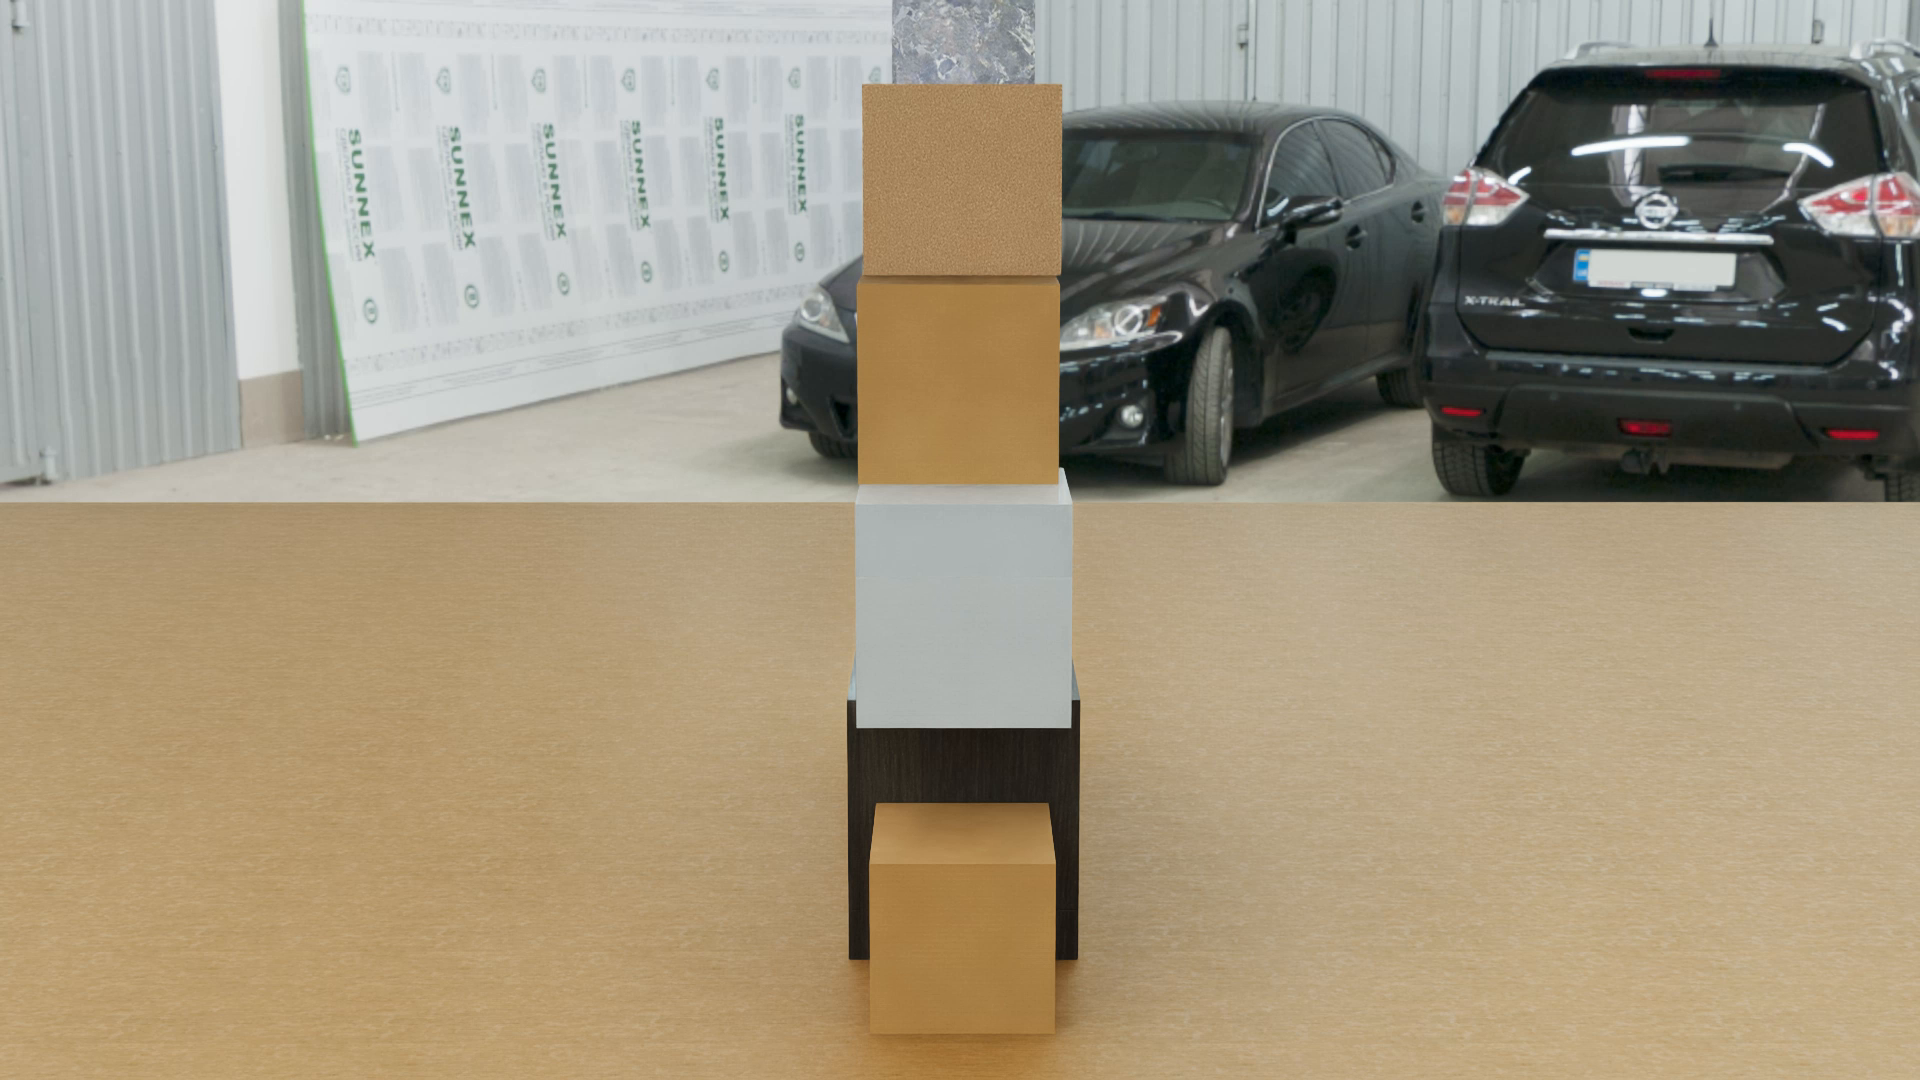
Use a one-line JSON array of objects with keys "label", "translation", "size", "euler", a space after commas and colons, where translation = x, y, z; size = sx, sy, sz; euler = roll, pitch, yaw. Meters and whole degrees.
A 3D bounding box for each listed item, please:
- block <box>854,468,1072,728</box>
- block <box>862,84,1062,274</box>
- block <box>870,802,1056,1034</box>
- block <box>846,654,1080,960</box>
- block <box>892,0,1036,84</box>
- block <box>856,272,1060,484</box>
[{"label": "block", "translation": [0.015, 0.209, 10.037], "size": [0.809, 0.855, 0.895], "euler": [0, 10, 0]}, {"label": "block", "translation": [0.009, -1.495, 10.594], "size": [0.794, 0.753, 0.734], "euler": [0, 9, 0]}, {"label": "block", "translation": [0.009, 1.436, 9.839], "size": [0.683, 0.655, 0.798], "euler": [0, 10, 0]}, {"label": "block", "translation": [0.014, 1.069, 10.692], "size": [0.921, 1.072, 0.992], "euler": [0, 10, 0]}, {"label": "block", "translation": [0.015, -2.236, 10.794], "size": [0.587, 0.643, 0.593], "euler": [0, 9, 0]}, {"label": "block", "translation": [-0.006, -0.664, 10.279], "size": [0.780, 0.775, 0.732], "euler": [0, 10, 0]}]
